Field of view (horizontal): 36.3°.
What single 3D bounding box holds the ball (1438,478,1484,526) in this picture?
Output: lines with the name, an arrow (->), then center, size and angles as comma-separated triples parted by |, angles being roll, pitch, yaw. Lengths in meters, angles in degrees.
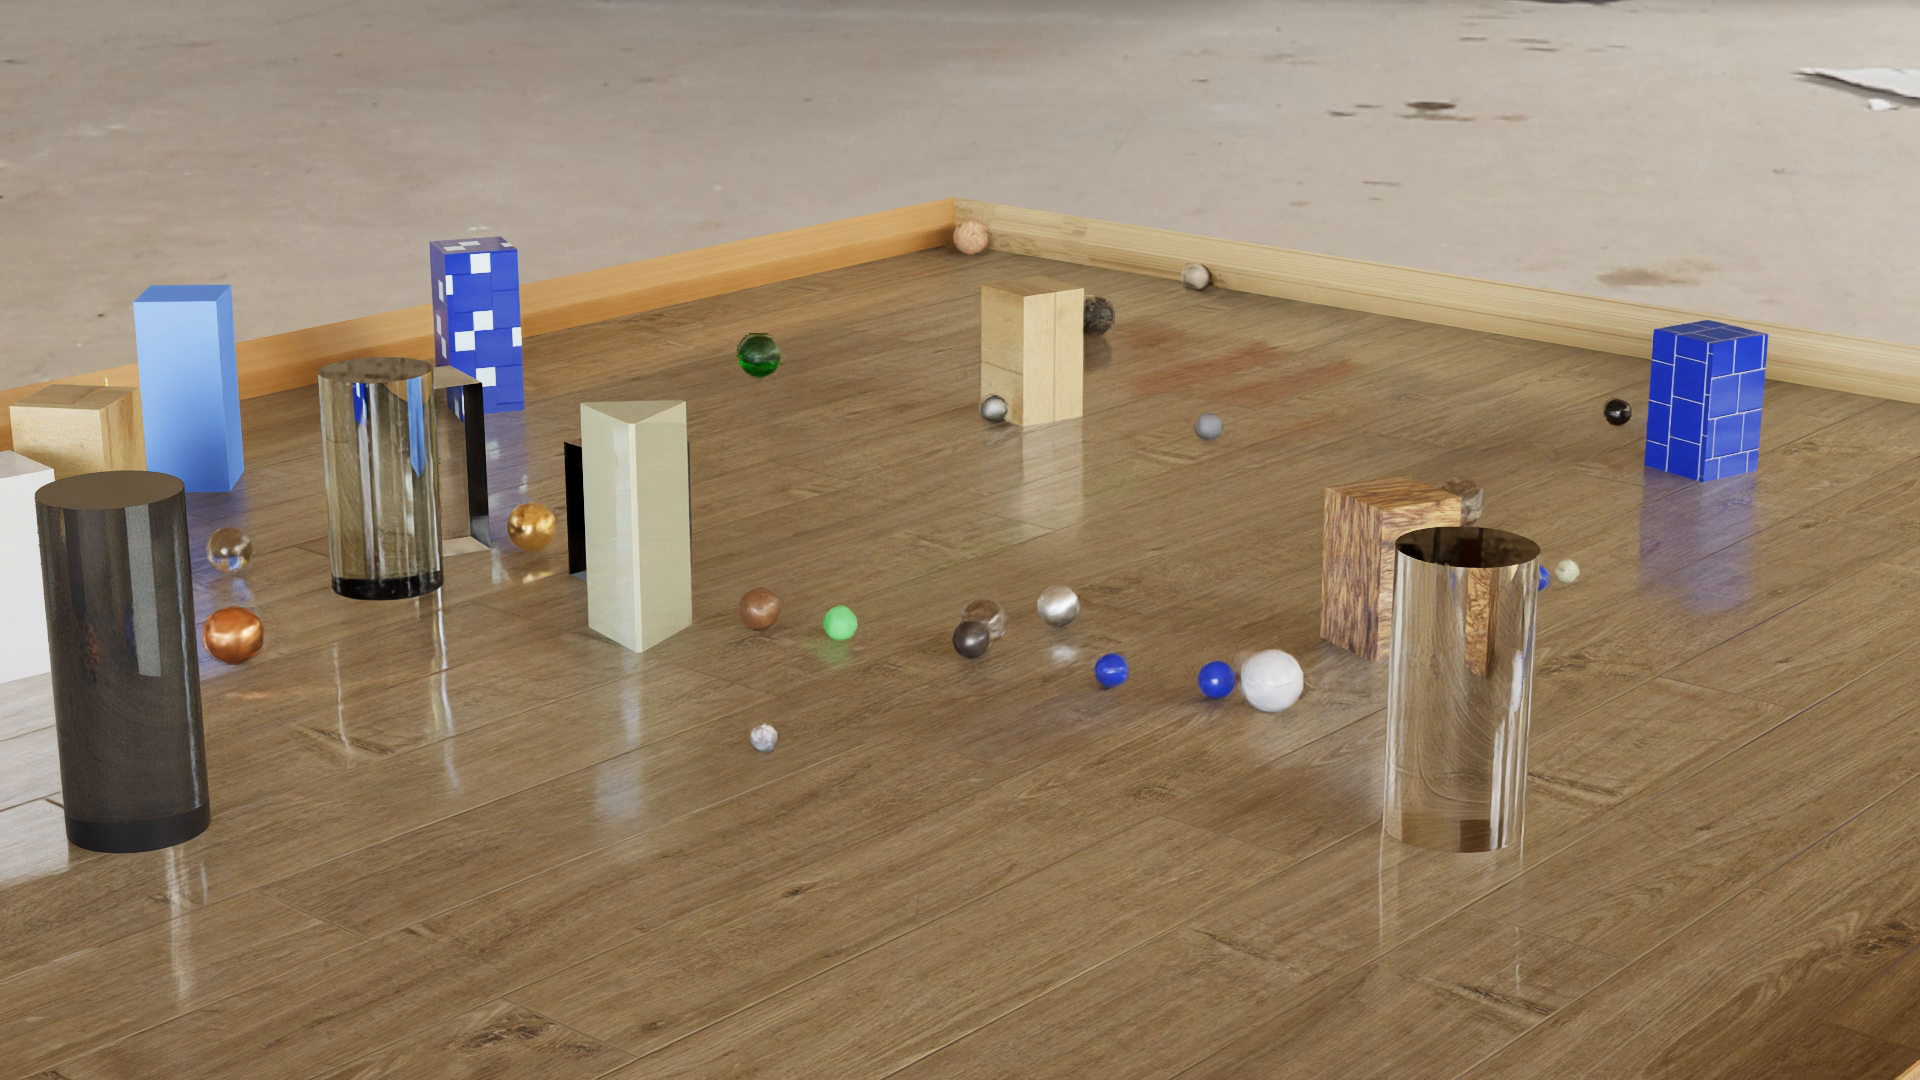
ball -> 0.938, -0.069, 5.512 | 0.097, 0.097, 0.097 | 0, 17, 0

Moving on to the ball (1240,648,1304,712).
ball -> 0.485, 0.218, 4.557 | 0.098, 0.098, 0.098 | 0, 17, 0

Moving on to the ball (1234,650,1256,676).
ball -> 0.463, 0.201, 4.703 | 0.047, 0.047, 0.047 | 0, 17, 0

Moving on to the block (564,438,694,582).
block -> -0.588, -0.055, 5.208 | 0.157, 0.246, 0.157 | -16, 23, -42

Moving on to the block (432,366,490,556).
block -> -0.972, -0.142, 5.374 | 0.157, 0.315, 0.157 | -10, 19, -29

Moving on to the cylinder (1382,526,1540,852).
cylinder -> 0.693, 0.205, 4.060 | 0.197, 0.410, 0.197 | 0, 17, 0

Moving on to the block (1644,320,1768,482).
block -> 1.499, -0.281, 5.895 | 0.157, 0.282, 0.157 | -11, 20, -33

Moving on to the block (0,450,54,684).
block -> -1.555, 0.045, 4.725 | 0.157, 0.333, 0.157 | -15, 22, -40

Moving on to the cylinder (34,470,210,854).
cylinder -> -1.153, 0.167, 4.047 | 0.197, 0.491, 0.197 | 0, 17, 0

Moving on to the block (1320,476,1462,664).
block -> 0.710, 0.046, 4.845 | 0.157, 0.261, 0.157 | -9, 19, -28

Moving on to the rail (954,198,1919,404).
rail -> 1.565, -0.488, 6.846 | 4.234, 0.128, 0.045 | 14, 22, 39

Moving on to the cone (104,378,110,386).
cone -> -1.560, -0.149, 5.398 | 0.197, 0.316, 0.197 | 0, 17, 0

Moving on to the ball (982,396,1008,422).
ball -> 0.073, -0.281, 6.285 | 0.056, 0.056, 0.056 | 0, 17, 0

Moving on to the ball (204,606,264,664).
ball -> -1.182, 0.154, 4.775 | 0.095, 0.095, 0.095 | 0, 17, 0

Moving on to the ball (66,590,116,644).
ball -> -1.449, 0.128, 4.872 | 0.089, 0.089, 0.089 | 0, 17, 0

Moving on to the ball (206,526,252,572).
ball -> -1.309, 0.017, 5.253 | 0.082, 0.082, 0.082 | 0, 17, 0

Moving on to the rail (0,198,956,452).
rail -> -1.581, -0.364, 6.434 | 0.045, 0.128, 4.822 | 14, 22, 39

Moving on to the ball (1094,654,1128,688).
ball -> 0.241, 0.208, 4.668 | 0.054, 0.054, 0.054 | 0, 17, 0

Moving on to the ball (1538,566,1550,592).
ball -> 1.012, 0.067, 5.147 | 0.047, 0.047, 0.047 | 0, 17, 0

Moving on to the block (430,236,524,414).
block -> -1.051, -0.466, 6.381 | 0.157, 0.356, 0.157 | -7, 18, -21

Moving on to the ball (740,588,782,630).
ball -> -0.337, 0.115, 4.945 | 0.072, 0.072, 0.072 | 0, 17, 0

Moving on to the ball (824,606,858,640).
ball -> -0.200, 0.138, 4.894 | 0.057, 0.057, 0.057 | 0, 17, 0

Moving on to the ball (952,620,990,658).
ball -> 0.018, 0.163, 4.803 | 0.062, 0.062, 0.062 | 0, 17, 0

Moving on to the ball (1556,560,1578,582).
ball -> 1.076, 0.055, 5.198 | 0.041, 0.041, 0.041 | 0, 17, 0

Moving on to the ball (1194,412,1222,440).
ball -> 0.520, -0.238, 6.135 | 0.060, 0.060, 0.060 | 0, 17, 0

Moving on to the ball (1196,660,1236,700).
ball -> 0.403, 0.220, 4.616 | 0.061, 0.061, 0.061 | 0, 17, 0

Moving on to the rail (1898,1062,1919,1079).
rail -> 1.581, 0.428, 3.806 | 0.045, 0.128, 4.822 | 14, 22, 39

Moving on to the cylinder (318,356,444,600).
cylinder -> -1.013, -0.109, 5.138 | 0.197, 0.389, 0.197 | 0, 17, 0

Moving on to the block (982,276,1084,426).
block -> 0.155, -0.409, 6.319 | 0.157, 0.282, 0.157 | -11, 20, -33

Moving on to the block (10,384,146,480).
block -> -1.477, -0.053, 4.952 | 0.157, 0.389, 0.157 | 3, 17, 9

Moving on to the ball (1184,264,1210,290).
ball -> 0.613, -0.680, 7.591 | 0.067, 0.067, 0.067 | 0, 17, 0

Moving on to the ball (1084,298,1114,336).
ball -> 0.323, -0.538, 7.070 | 0.095, 0.095, 0.095 | 0, 17, 0

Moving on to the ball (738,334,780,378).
ball -> -0.457, -0.419, 6.673 | 0.096, 0.096, 0.096 | 0, 17, 0

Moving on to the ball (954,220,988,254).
ball -> 0.028, -0.831, 8.044 | 0.094, 0.094, 0.094 | 0, 17, 0

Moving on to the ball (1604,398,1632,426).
ball -> 1.403, -0.273, 6.255 | 0.058, 0.058, 0.058 | 0, 17, 0

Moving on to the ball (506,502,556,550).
ball -> -0.786, -0.026, 5.382 | 0.090, 0.090, 0.090 | 0, 17, 0

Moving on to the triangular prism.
triangular prism -> -0.518, -0.033, 4.886 | 0.147, 0.389, 0.170 | -12, 20, -34

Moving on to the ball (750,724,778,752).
ball -> -0.293, 0.297, 4.393 | 0.042, 0.042, 0.042 | 0, 17, 0

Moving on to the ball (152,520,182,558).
ball -> -1.453, -0.002, 5.341 | 0.066, 0.066, 0.066 | 0, 17, 0

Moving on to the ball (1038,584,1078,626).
ball -> 0.166, 0.111, 4.959 | 0.071, 0.071, 0.071 | 0, 17, 0

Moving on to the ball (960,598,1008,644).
ball -> 0.039, 0.136, 4.865 | 0.079, 0.079, 0.079 | 0, 17, 0

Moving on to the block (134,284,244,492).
block -> -1.518, -0.299, 5.782 | 0.157, 0.382, 0.157 | -1, 17, -3
